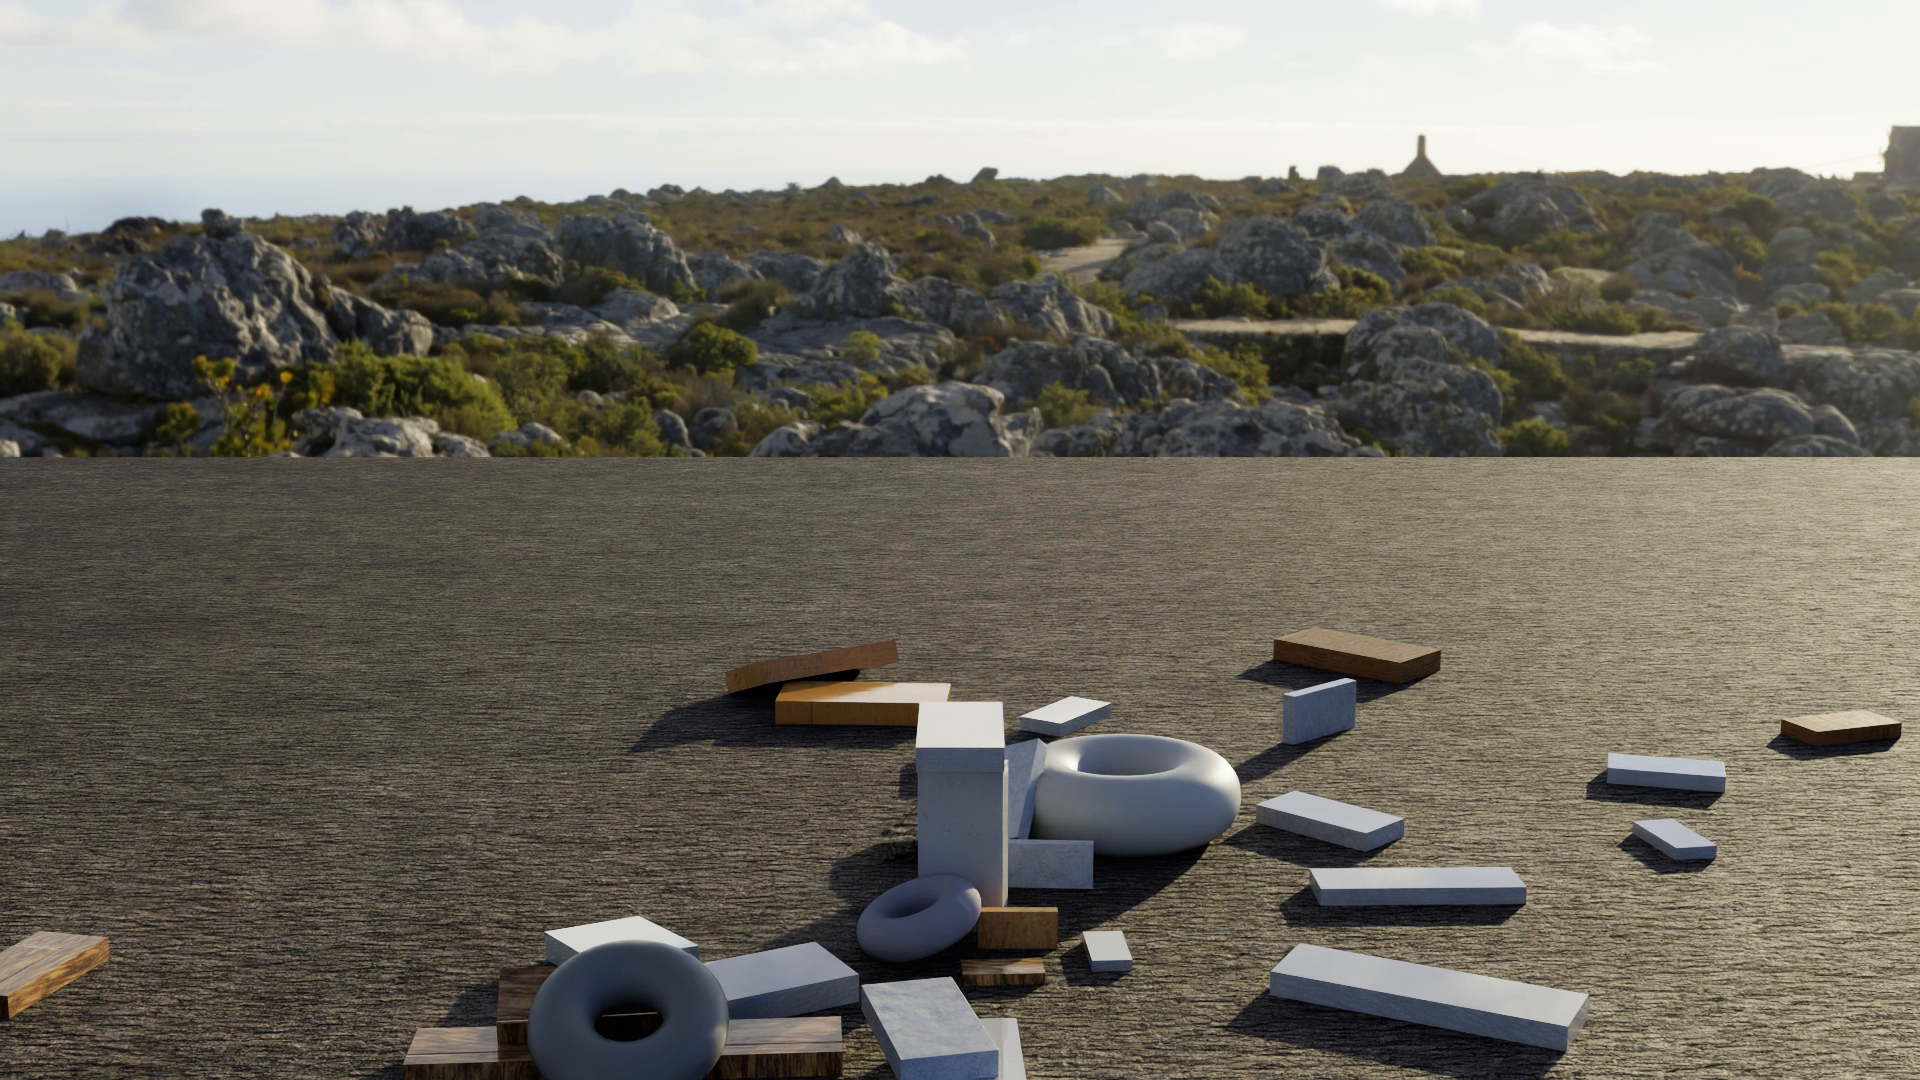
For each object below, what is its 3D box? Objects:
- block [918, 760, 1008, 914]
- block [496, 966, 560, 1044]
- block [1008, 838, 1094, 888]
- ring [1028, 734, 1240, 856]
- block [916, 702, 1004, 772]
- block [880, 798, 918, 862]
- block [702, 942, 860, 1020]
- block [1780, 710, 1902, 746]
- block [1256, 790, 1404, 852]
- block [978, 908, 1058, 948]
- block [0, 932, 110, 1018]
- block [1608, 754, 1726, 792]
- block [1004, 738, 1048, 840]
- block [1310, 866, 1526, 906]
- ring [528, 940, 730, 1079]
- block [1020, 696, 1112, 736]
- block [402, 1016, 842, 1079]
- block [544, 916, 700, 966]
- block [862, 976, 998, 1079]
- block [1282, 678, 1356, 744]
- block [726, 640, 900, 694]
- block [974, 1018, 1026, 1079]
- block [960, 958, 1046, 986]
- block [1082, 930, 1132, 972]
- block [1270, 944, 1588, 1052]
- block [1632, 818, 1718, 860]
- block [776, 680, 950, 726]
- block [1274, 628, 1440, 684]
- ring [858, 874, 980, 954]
[{"bbox_3d":[0.005,0.483,3.492,0.138,0.275,0.039,3,11,13],"label":"block"},{"bbox_3d":[-0.516,0.638,3.043,0.239,0.034,0.120,-2,27,-8],"label":"block"},{"bbox_3d":[0.147,0.545,3.700,0.155,0.077,0.022,1,11,4],"label":"block"},{"bbox_3d":[0.294,0.460,3.988,0.429,0.143,0.429,-1,10,0],"label":"ring"},{"bbox_3d":[0.001,0.314,3.537,0.138,0.039,0.275,0,11,0],"label":"block"},{"bbox_3d":[-0.035,0.498,3.916,0.130,0.037,0.259,-7,15,20],"label":"block"},{"bbox_3d":[-0.315,0.655,3.202,0.301,0.043,0.150,-6,12,-28],"label":"block"},{"bbox_3d":[1.855,0.396,4.631,0.218,0.031,0.109,-4,11,-19],"label":"block"},{"bbox_3d":[0.672,0.510,4.004,0.241,0.034,0.121,10,15,44],"label":"block"},{"bbox_3d":[0.090,0.604,3.423,0.123,0.062,0.017,0,13,0],"label":"block"},{"bbox_3d":[-1.393,0.645,3.278,0.120,0.034,0.239,3,11,13],"label":"block"},{"bbox_3d":[1.382,0.456,4.309,0.218,0.031,0.109,3,11,16],"label":"block"},{"bbox_3d":[0.089,0.453,3.889,0.101,0.202,0.029,-18,-46,37],"label":"block"},{"bbox_3d":[0.761,0.576,3.663,0.340,0.029,0.101,0,11,-1],"label":"block"},{"bbox_3d":[-0.441,0.643,2.927,0.268,0.089,0.268,2,37,-1],"label":"ring"},{"bbox_3d":[0.228,0.379,4.727,0.103,0.029,0.205,7,13,34],"label":"block"},{"bbox_3d":[-0.453,0.697,2.998,0.583,0.034,0.120,-1,11,-4],"label":"block"},{"bbox_3d":[-0.506,0.614,3.273,0.150,0.043,0.301,-6,2,-25],"label":"block"},{"bbox_3d":[-0.044,0.659,2.963,0.130,0.037,0.259,-3,11,-14],"label":"block"},{"bbox_3d":[0.757,0.360,4.628,0.205,0.103,0.029,-9,14,-41],"label":"block"},{"bbox_3d":[-0.336,0.288,5.006,0.353,0.050,0.176,-8,-6,-35],"label":"block"},{"bbox_3d":[0.009,0.711,2.901,0.150,0.043,0.301,0,11,-2],"label":"block"},{"bbox_3d":[0.064,0.649,3.304,0.123,0.017,0.062,-1,11,-4],"label":"block"},{"bbox_3d":[0.227,0.633,3.389,0.062,0.017,0.123,-1,11,-3],"label":"block"},{"bbox_3d":[0.678,0.660,3.191,0.433,0.037,0.130,6,12,27],"label":"block"},{"bbox_3d":[1.272,0.533,3.917,0.077,0.022,0.155,-2,11,-11],"label":"block"},{"bbox_3d":[-0.208,0.355,4.795,0.367,0.050,0.176,1,11,3],"label":"block"},{"bbox_3d":[0.944,0.273,5.240,0.353,0.050,0.176,10,14,42],"label":"block"},{"bbox_3d":[-0.064,0.585,3.407,0.202,0.202,0.067,5,55,24],"label":"ring"}]
